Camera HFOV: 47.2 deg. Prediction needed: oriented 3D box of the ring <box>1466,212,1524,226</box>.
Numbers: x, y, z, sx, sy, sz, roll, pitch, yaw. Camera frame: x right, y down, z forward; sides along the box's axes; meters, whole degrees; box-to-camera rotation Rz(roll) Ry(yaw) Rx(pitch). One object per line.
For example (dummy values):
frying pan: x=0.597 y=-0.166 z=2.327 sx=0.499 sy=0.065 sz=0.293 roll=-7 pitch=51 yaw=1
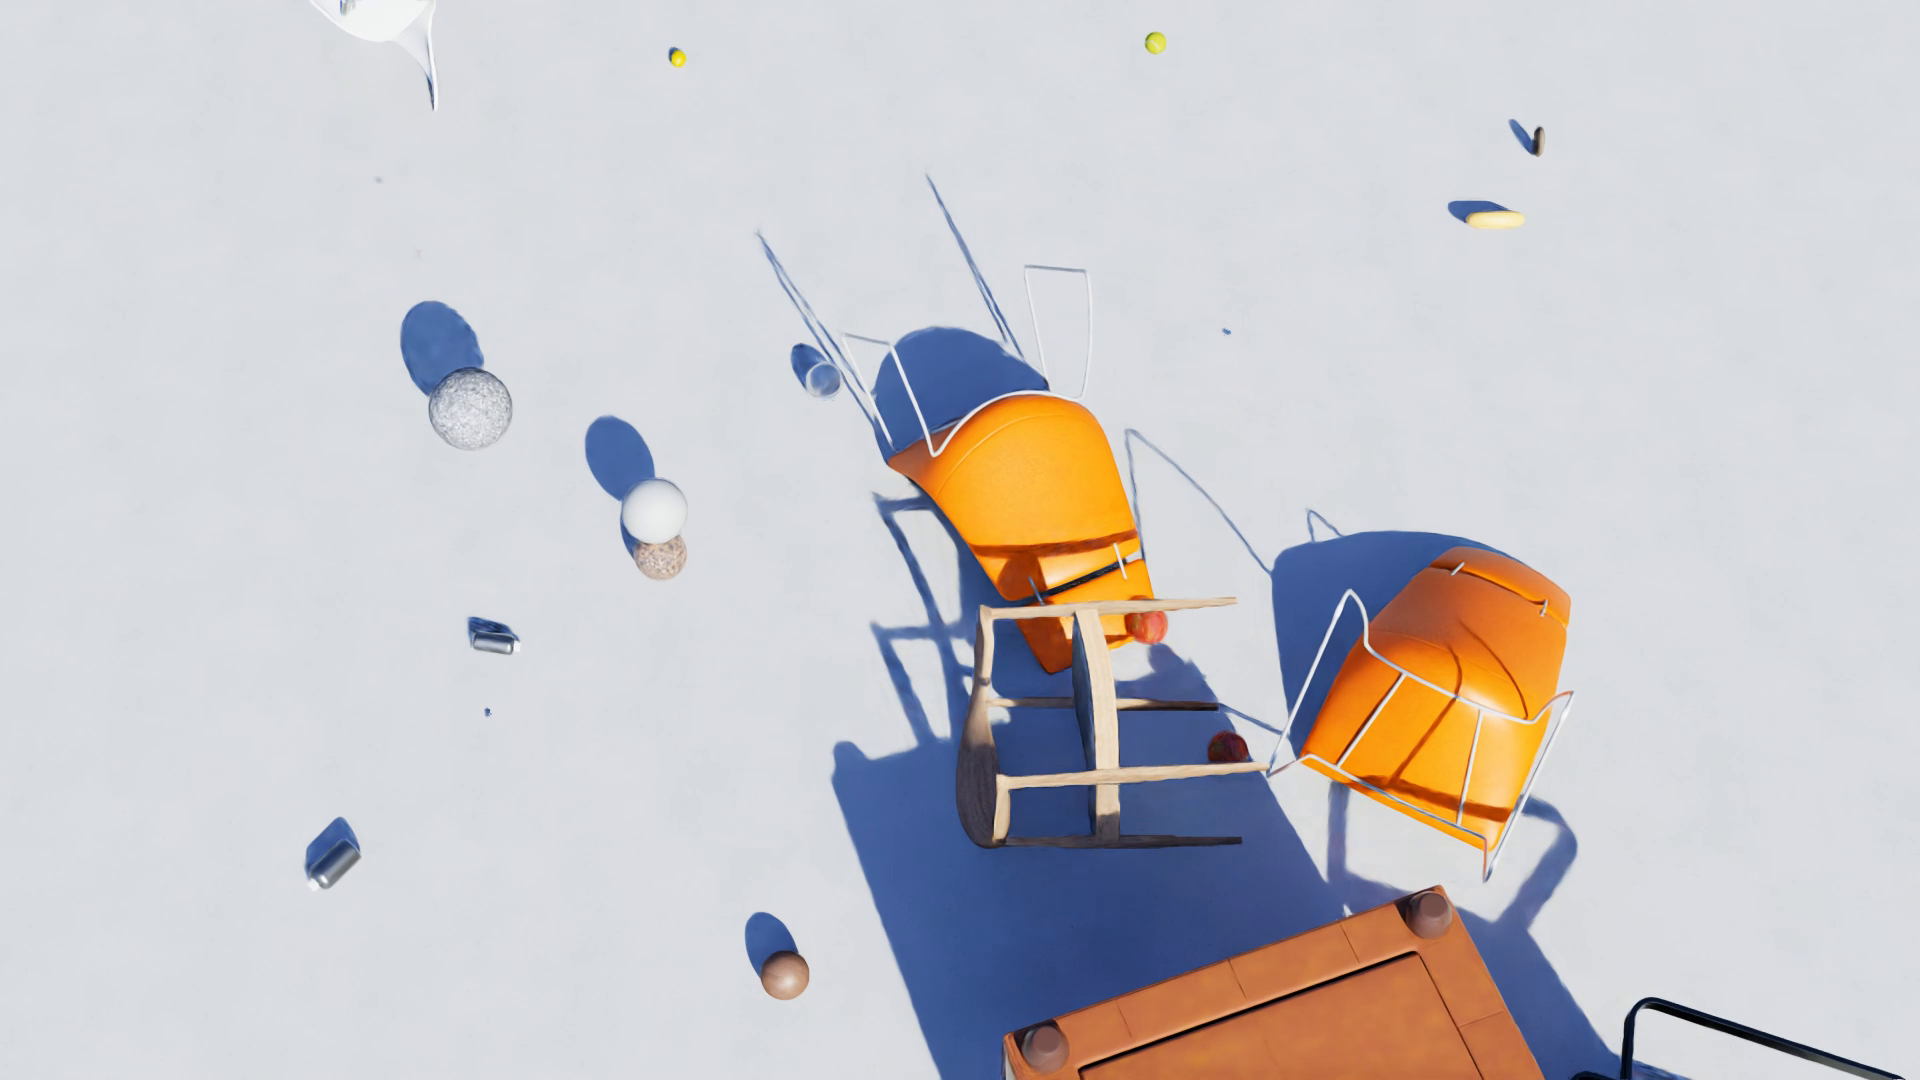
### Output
ring: x=1.759 y=-1.055 z=7.223 sx=0.196 sy=0.112 sz=0.049 roll=-1 pitch=99 yaw=-7

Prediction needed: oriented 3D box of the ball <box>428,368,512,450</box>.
ball: x=-1.437 y=-0.386 z=6.456 sx=0.242 sy=0.242 sz=0.242 roll=0 pitch=56 yaw=0

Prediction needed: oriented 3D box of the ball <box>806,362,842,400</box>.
ball: x=-0.420 y=-0.493 z=6.813 sx=0.115 sy=0.115 sz=0.115 roll=0 pitch=56 yaw=0

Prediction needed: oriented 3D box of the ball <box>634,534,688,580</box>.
ball: x=-0.879 y=0.040 z=6.453 sx=0.157 sy=0.157 sz=0.157 roll=0 pitch=56 yaw=0

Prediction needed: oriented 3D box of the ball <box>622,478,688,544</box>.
ball: x=-0.879 y=-0.083 z=6.331 sx=0.191 sy=0.191 sz=0.191 roll=0 pitch=56 yaw=0
